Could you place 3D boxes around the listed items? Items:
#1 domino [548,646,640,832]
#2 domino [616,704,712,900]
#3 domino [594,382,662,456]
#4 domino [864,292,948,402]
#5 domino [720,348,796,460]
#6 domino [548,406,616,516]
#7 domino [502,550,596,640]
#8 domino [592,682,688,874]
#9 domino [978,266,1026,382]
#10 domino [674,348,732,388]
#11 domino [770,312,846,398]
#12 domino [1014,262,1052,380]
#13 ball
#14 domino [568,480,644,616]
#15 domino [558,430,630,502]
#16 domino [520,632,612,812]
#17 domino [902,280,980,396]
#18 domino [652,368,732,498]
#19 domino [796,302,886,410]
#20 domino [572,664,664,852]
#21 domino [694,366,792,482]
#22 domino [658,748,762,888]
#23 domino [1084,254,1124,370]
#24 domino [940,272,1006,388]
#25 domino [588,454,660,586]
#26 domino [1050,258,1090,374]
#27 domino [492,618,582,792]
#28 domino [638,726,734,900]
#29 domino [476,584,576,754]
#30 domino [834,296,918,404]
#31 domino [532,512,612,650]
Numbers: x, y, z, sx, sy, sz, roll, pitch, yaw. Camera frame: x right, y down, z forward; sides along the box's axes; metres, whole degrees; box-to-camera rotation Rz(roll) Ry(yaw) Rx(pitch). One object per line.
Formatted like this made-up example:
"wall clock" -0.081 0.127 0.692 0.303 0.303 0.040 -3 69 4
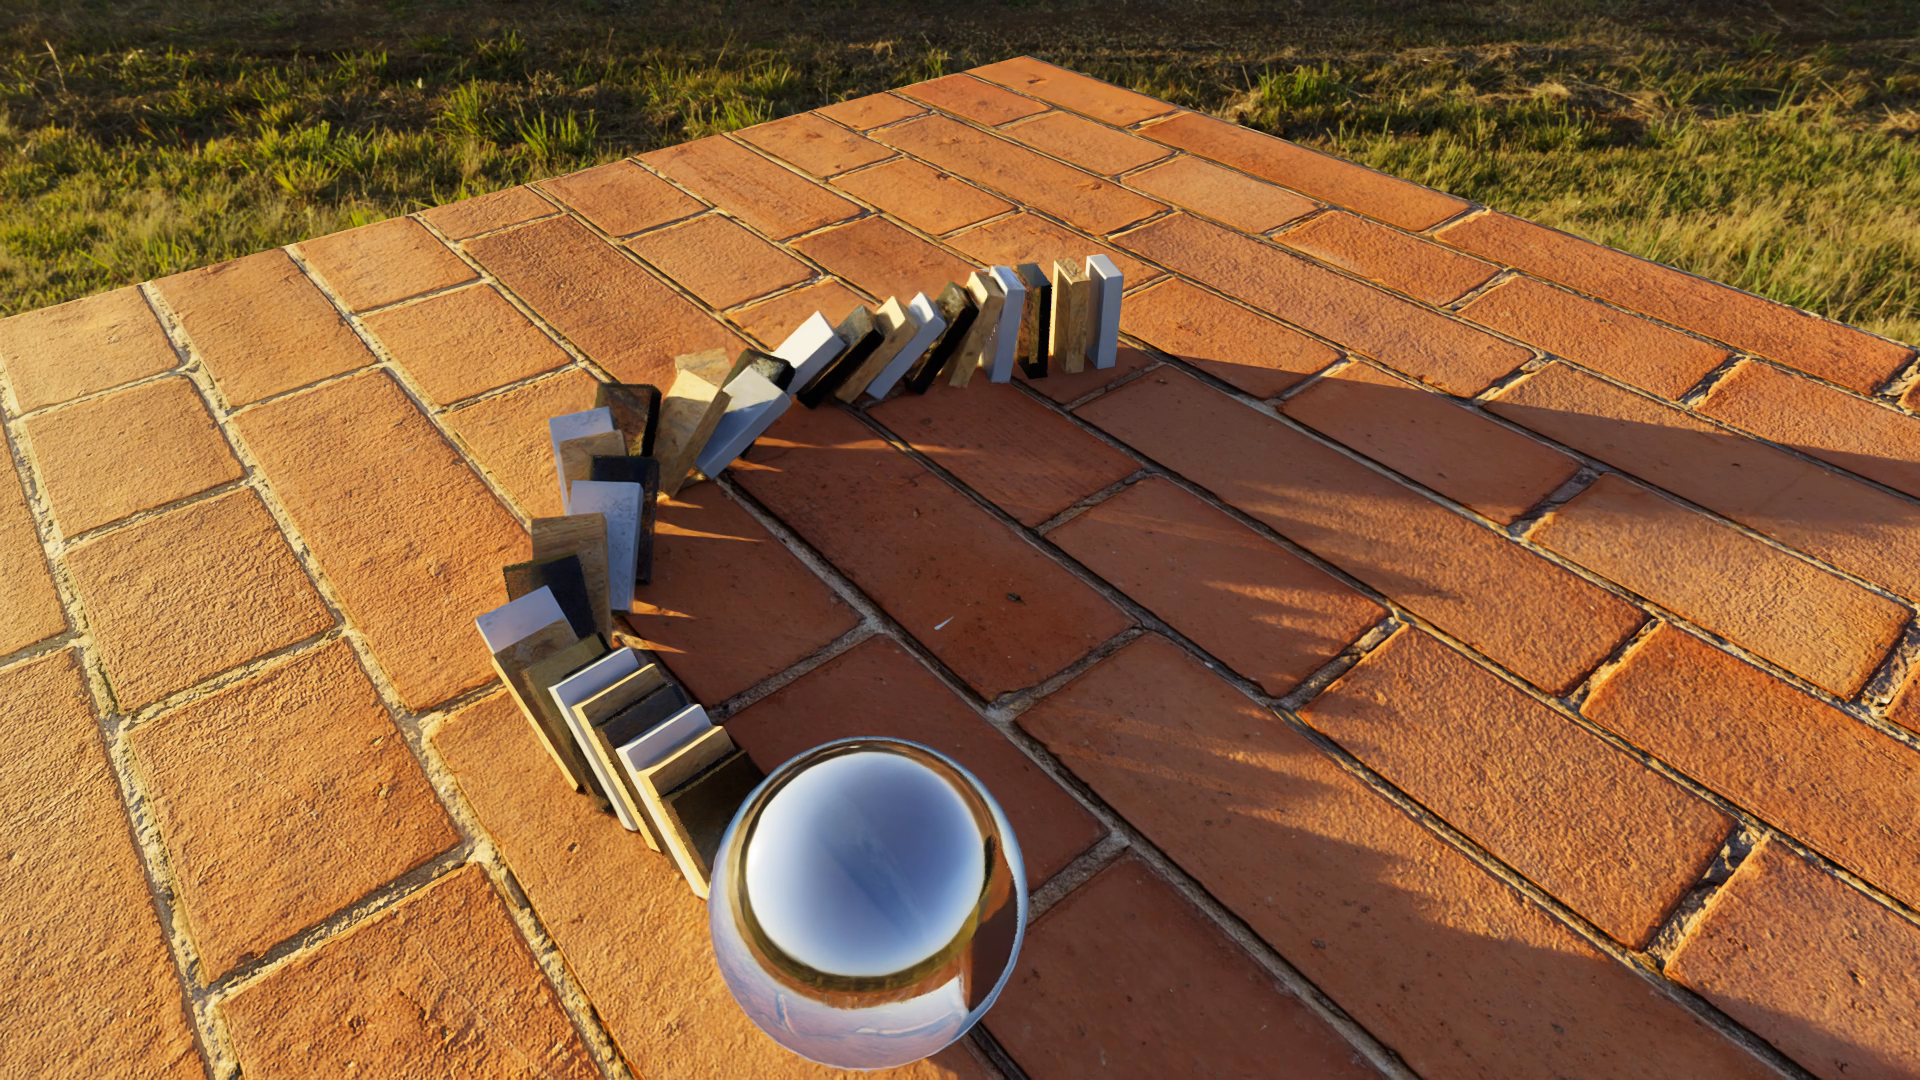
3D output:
"domino" -0.103 0.061 0.340 0.025 0.050 0.010 -31 12 -32
"domino" -0.077 0.076 0.322 0.025 0.050 0.010 -32 13 -33
"domino" -0.145 -0.042 0.470 0.025 0.010 0.050 3 78 10
"domino" -0.029 -0.094 0.532 0.009 0.050 0.025 31 22 -37
"domino" -0.099 -0.063 0.504 0.025 0.010 0.050 19 69 22
"domino" -0.153 -0.028 0.456 0.025 0.009 0.050 -13 75 -7
"domino" -0.142 0.031 0.386 0.025 0.009 0.050 -14 73 -17
"domino" -0.085 0.071 0.328 0.025 0.050 0.009 -33 14 -33
"domino" 0.020 -0.105 0.539 0.009 0.050 0.025 -4 39 -17
"domino" -0.122 -0.076 0.536 0.025 0.009 0.050 -13 41 -15
"domino" -0.079 -0.084 0.524 0.050 0.010 0.025 -41 44 7
"domino" 0.036 -0.108 0.543 0.010 0.050 0.025 -10 40 -12
"ball" -0.023 0.090 0.278 0.080 0.080 0.080 0 39 0
"domino" -0.136 0.003 0.417 0.025 0.010 0.050 2 73 -5
"domino" -0.144 -0.018 0.443 0.025 0.010 0.050 -13 75 -9
"domino" -0.114 0.057 0.346 0.025 0.050 0.009 -31 11 -32
"domino" -0.012 -0.098 0.534 0.009 0.050 0.025 21 28 -33
"domino" -0.122 -0.046 0.476 0.025 0.009 0.050 29 89 31
"domino" -0.059 -0.088 0.527 0.050 0.010 0.025 -41 40 15
"domino" -0.094 0.066 0.334 0.025 0.050 0.009 -32 13 -33
"domino" -0.102 -0.052 0.488 0.025 0.009 0.050 37 76 27
"domino" -0.061 0.087 0.308 0.025 0.050 0.010 -32 13 -33
"domino" 0.071 -0.114 0.551 0.010 0.050 0.025 -10 40 -12
"domino" 0.004 -0.102 0.536 0.010 0.050 0.025 9 34 -26
"domino" -0.133 -0.008 0.431 0.025 0.010 0.050 2 73 -5
"domino" 0.054 -0.111 0.547 0.010 0.050 0.025 -10 40 -12
"domino" -0.127 0.053 0.358 0.025 0.010 0.050 -32 83 -32
"domino" -0.069 0.081 0.315 0.025 0.050 0.010 -32 13 -33
"domino" -0.138 0.043 0.369 0.025 0.009 0.050 -29 82 -28
"domino" -0.043 -0.091 0.530 0.050 0.009 0.025 -44 39 17
"domino" -0.142 0.016 0.403 0.025 0.010 0.050 -6 74 -7
